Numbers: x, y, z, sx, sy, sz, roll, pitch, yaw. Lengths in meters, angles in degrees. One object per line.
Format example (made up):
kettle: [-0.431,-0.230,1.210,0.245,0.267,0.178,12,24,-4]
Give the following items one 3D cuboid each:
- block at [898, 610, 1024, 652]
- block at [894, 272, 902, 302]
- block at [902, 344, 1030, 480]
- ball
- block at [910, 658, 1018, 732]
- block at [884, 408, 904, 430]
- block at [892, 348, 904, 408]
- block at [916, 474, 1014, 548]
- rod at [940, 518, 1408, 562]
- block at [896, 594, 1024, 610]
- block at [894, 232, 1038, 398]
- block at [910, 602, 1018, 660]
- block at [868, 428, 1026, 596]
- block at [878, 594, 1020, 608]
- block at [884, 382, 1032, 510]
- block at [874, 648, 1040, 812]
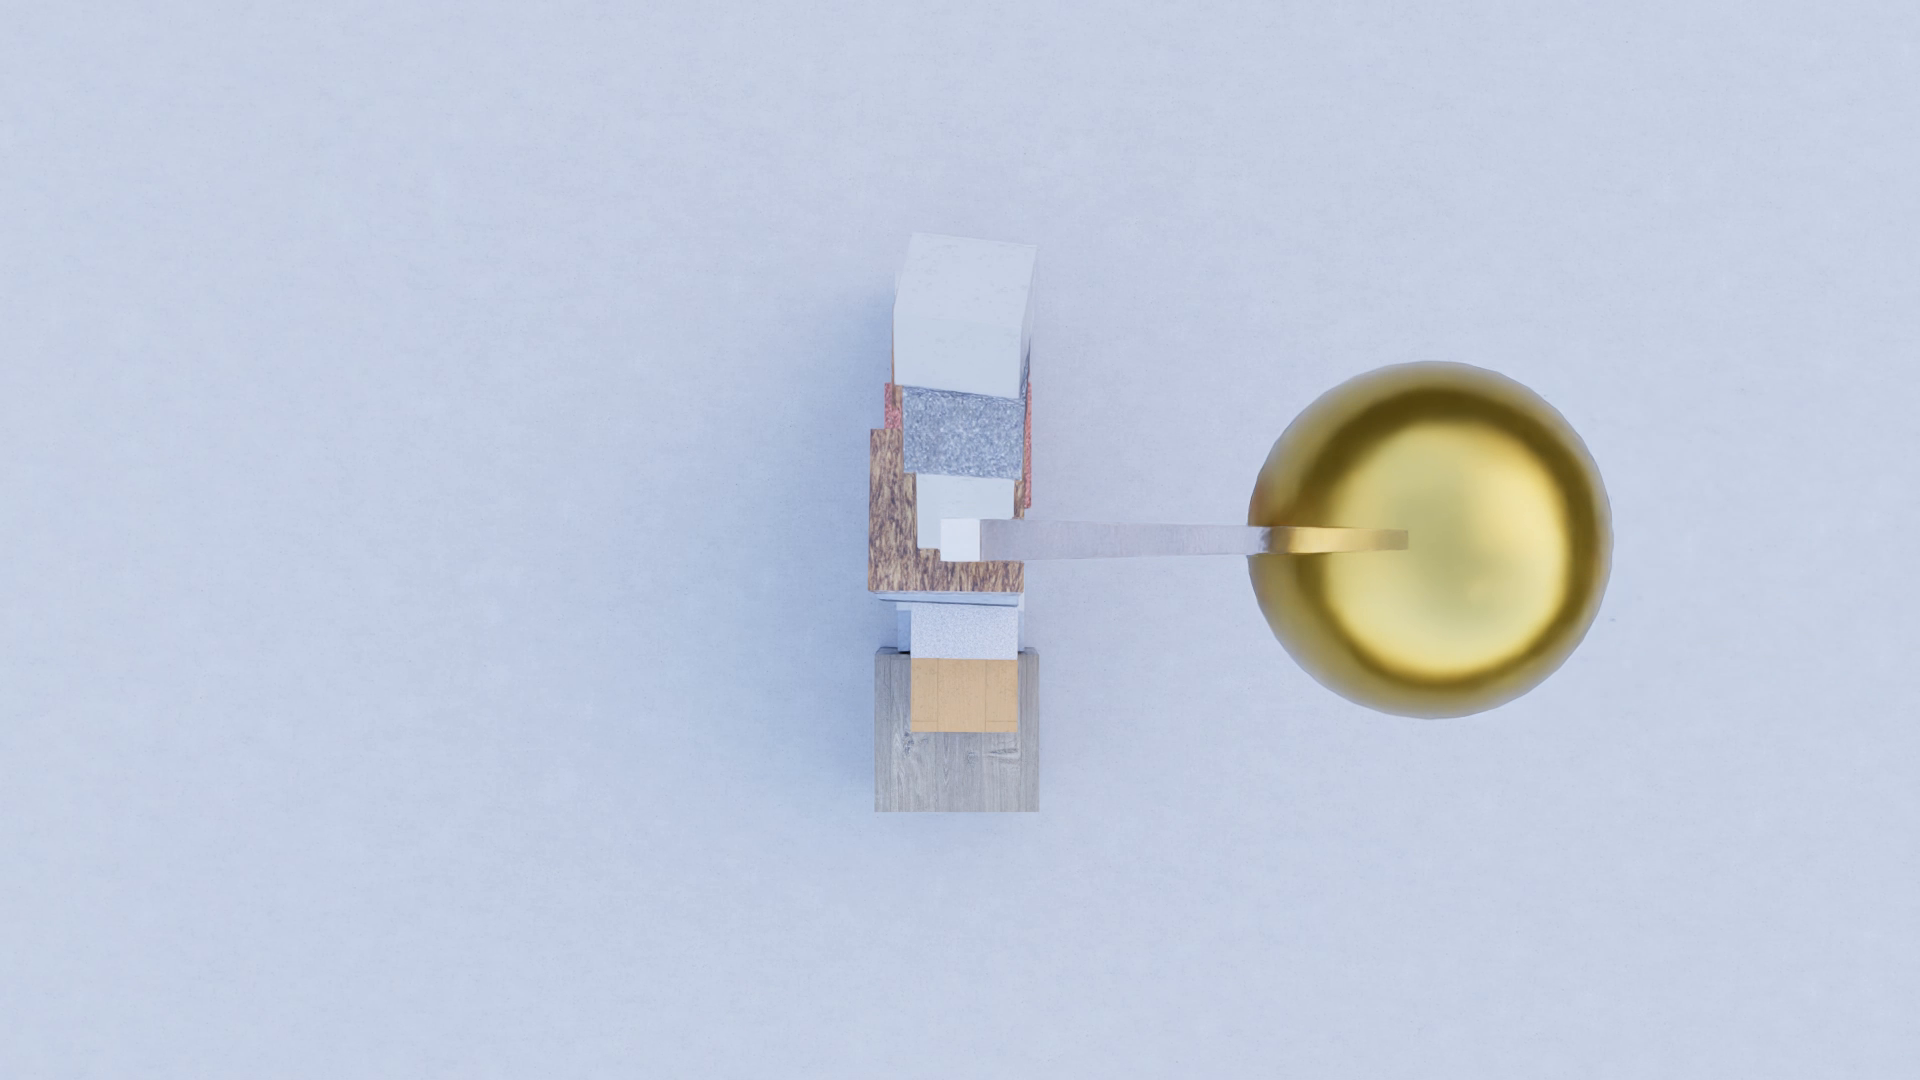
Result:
block: [0.006,0.226,12.670,0.708,0.661,0.796,0,90,0]
block: [-0.009,-1.198,12.655,0.709,0.689,0.613,0,90,0]
block: [0.030,-0.576,8.929,0.481,0.470,0.438,4,51,3]
ball: [2.074,0.000,9.773,1.600,1.600,1.600,0,90,0]
block: [0.023,0.695,11.834,0.555,0.677,0.631,0,89,0]
block: [-0.026,-0.325,11.249,0.704,0.562,0.676,1,92,0]
block: [-0.016,-0.641,11.920,0.691,0.797,0.734,1,92,0]
block: [0.022,-0.281,9.308,0.401,0.489,0.422,0,51,0]
rod: [0.899,0.000,6.582,0.080,5.200,0.080,0,90,20]
block: [0.004,0.051,12.031,0.681,0.606,0.641,0,91,0]
block: [0.022,-0.880,8.617,0.491,0.399,0.449,7,51,5]
block: [0.024,0.320,11.217,0.529,0.574,0.569,1,87,0]
block: [-0.058,-0.113,9.973,0.682,0.702,0.708,1,87,0]
block: [-0.041,-0.069,10.635,0.663,0.625,0.748,2,87,0]
block: [-0.012,-0.533,12.665,0.822,0.671,0.701,0,90,0]
block: [-0.017,1.070,12.587,0.912,0.826,0.872,0,90,0]
